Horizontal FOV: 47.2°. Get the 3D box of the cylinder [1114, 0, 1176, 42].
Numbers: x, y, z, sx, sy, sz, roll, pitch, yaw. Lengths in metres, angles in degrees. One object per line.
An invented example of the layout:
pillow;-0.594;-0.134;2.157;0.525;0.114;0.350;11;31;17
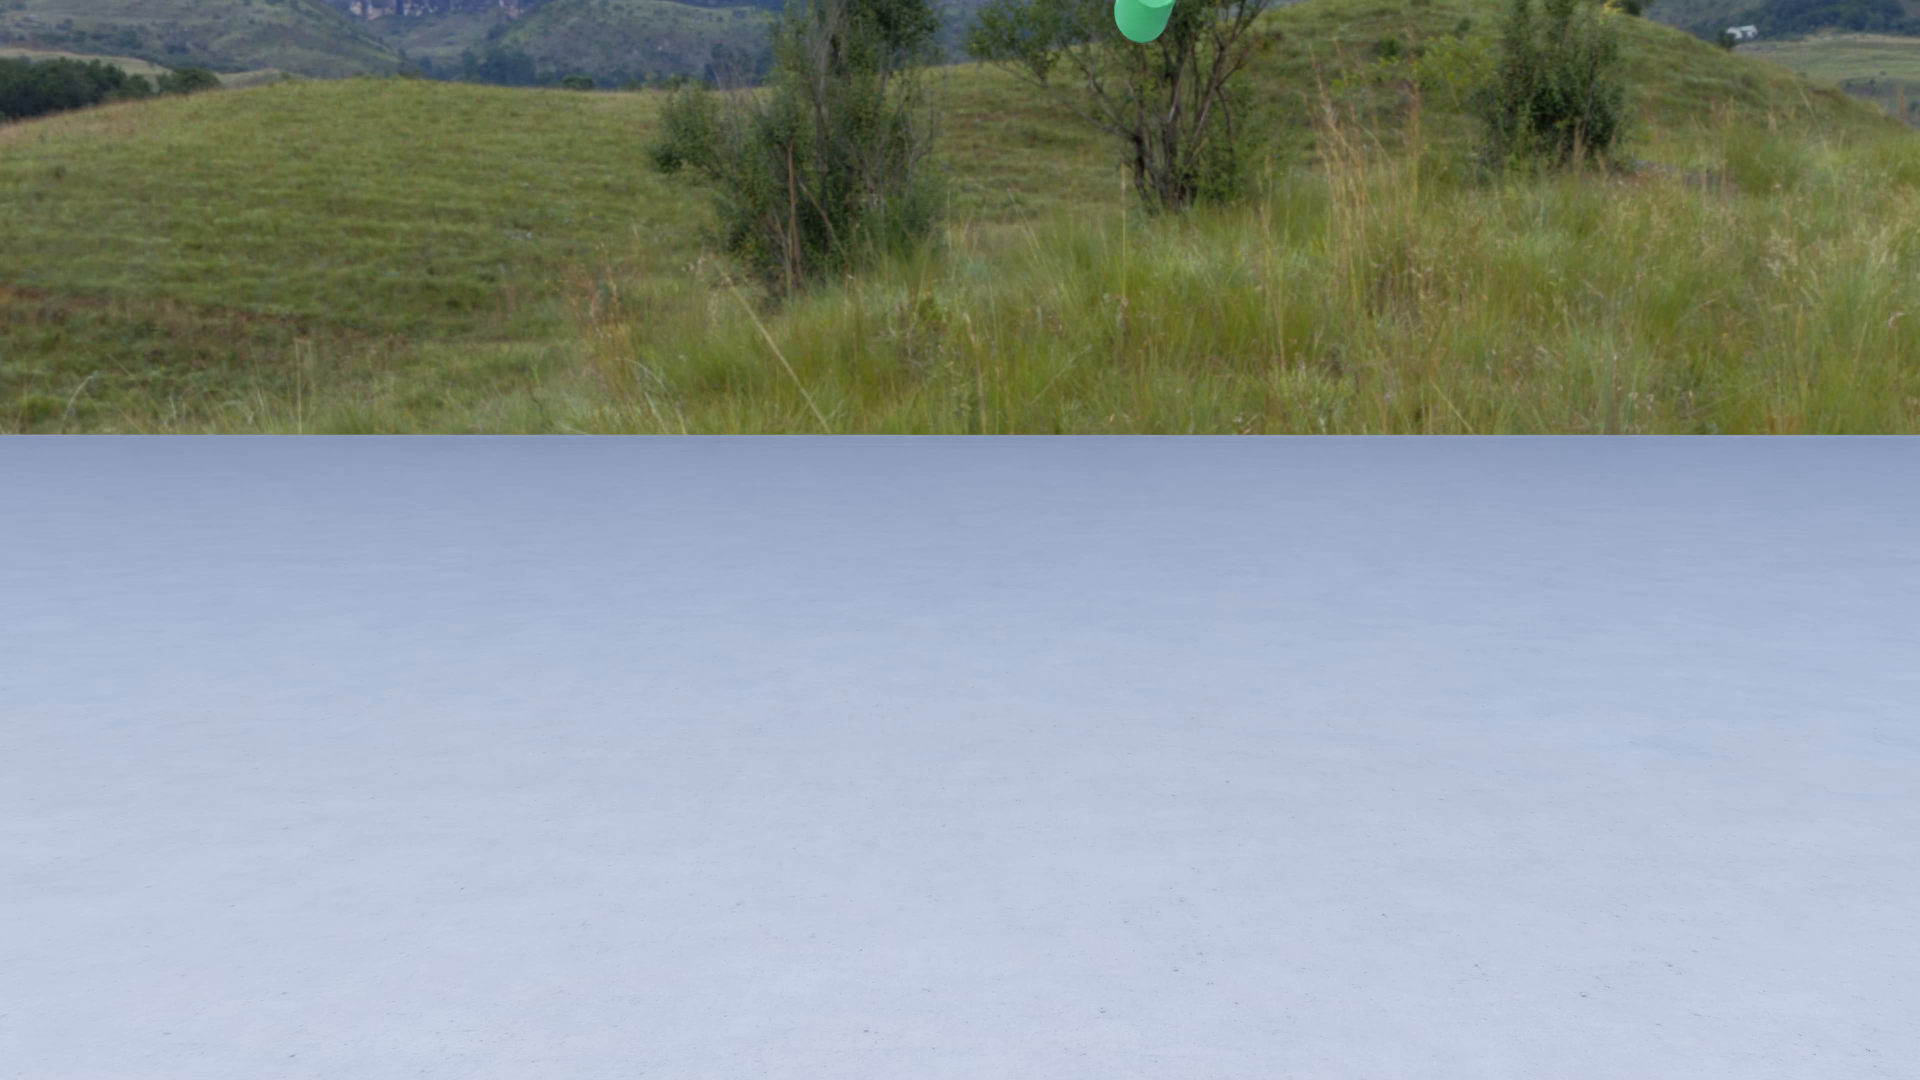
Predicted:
cylinder;0.717;-2.081;8.373;0.215;0.263;0.305;8;-13;-3
